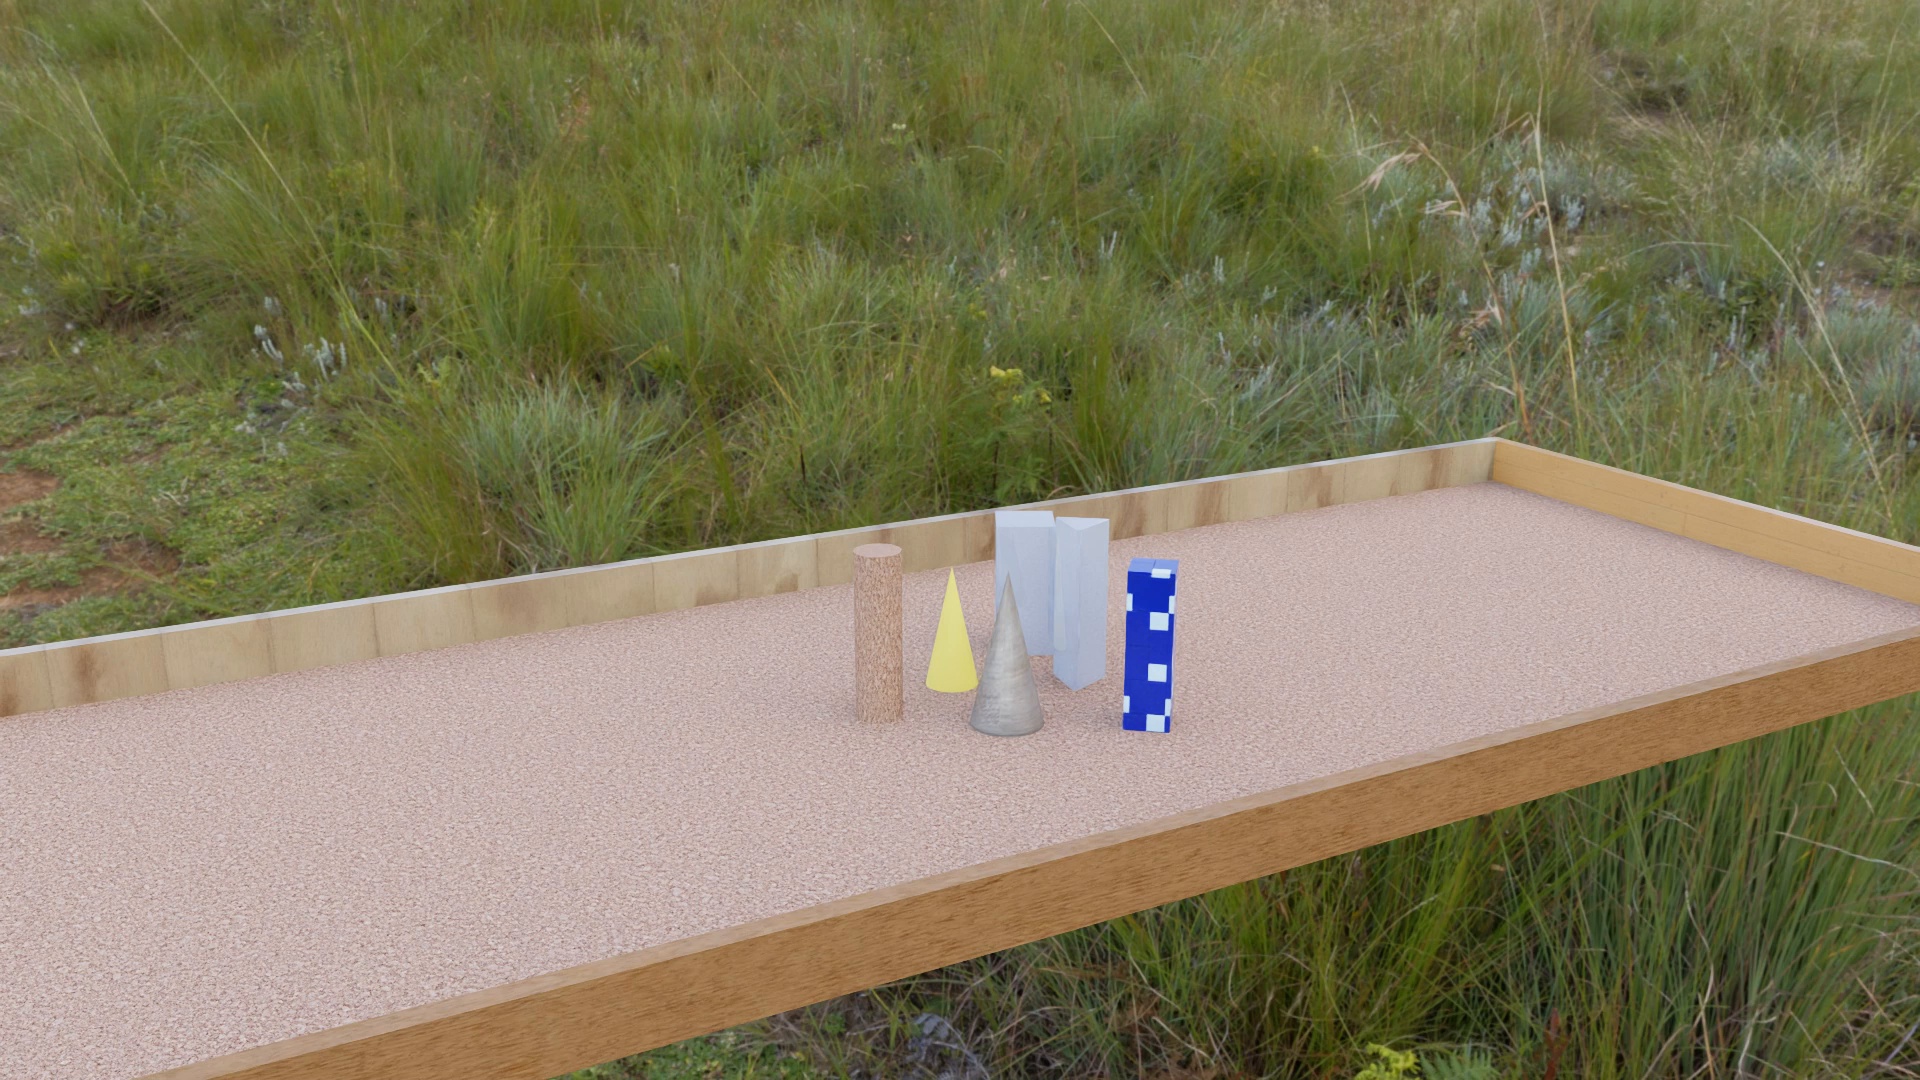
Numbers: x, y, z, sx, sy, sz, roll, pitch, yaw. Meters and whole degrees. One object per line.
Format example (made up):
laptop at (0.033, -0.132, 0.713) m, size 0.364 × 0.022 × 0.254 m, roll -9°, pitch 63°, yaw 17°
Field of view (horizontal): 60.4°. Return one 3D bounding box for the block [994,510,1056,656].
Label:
block at (0.169, 0.112, 4.350) m, size 0.152 × 0.351 × 0.152 m, roll 0°, pitch 16°, yaw 0°

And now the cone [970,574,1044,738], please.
cone at (0.111, 0.250, 3.836) m, size 0.176 × 0.377 × 0.176 m, roll 0°, pitch 16°, yaw 0°

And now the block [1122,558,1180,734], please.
block at (0.444, 0.245, 3.835) m, size 0.108 × 0.387 × 0.108 m, roll 3°, pitch 17°, yaw 11°

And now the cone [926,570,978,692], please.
cone at (-0.020, 0.210, 4.094) m, size 0.133 × 0.307 × 0.133 m, roll 0°, pitch 16°, yaw 0°

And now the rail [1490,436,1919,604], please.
rail at (2.466, -0.048, 5.253) m, size 0.050 × 0.150 × 2.100 m, roll -9°, pitch 18°, yaw -27°

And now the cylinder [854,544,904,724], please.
cylinder at (-0.191, 0.220, 3.878) m, size 0.113 × 0.410 × 0.113 m, roll 0°, pitch 16°, yaw 0°

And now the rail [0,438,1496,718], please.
rail at (-3.305, 0.497, 3.399) m, size 12.000 × 0.150 × 0.050 m, roll -9°, pitch 18°, yaw -27°

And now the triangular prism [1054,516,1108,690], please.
triangular prism at (0.282, 0.151, 4.107) m, size 0.113 × 0.413 × 0.130 m, roll 13°, pitch 21°, yaw 37°

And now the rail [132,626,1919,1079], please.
rail at (-2.336, 1.006, 1.665) m, size 12.000 × 0.150 × 0.050 m, roll -9°, pitch 18°, yaw -27°
